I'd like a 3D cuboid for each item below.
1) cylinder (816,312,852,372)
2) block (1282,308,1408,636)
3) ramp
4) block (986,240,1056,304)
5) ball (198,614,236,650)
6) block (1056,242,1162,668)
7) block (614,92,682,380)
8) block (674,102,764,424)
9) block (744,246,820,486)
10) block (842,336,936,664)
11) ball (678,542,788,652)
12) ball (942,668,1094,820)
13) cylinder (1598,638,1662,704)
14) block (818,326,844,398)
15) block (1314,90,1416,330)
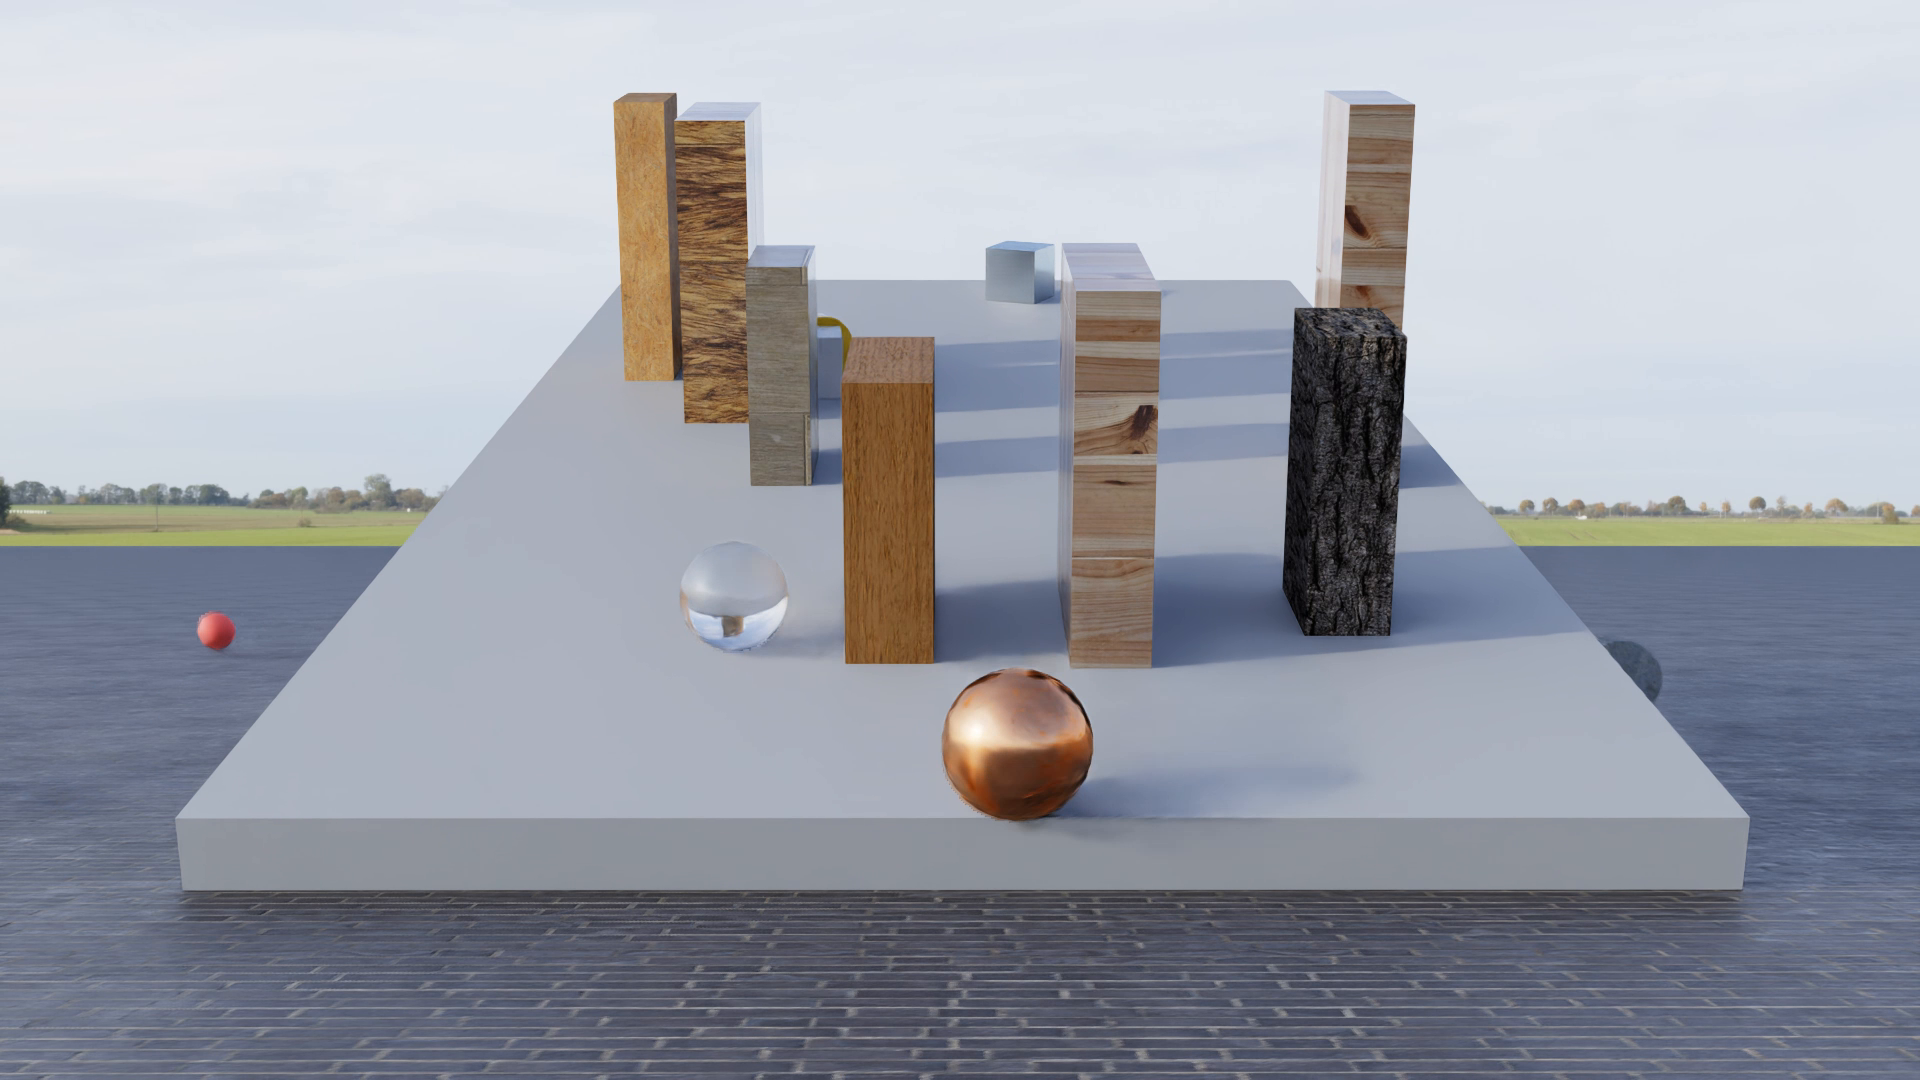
[{"bbox_3d":[-0.364,-0.471,5.318,0.158,0.158,0.158,0,14,-32],"label":"cylinder"},{"bbox_3d":[0.611,-0.113,3.545,0.135,0.479,0.245,0,16,0],"label":"block"},{"bbox_3d":[-0.002,-0.166,4.743,2.000,0.100,4.000,0,16,0],"label":"ramp"},{"bbox_3d":[0.172,-0.765,6.328,0.151,0.151,0.151,7,18,24],"label":"block"},{"bbox_3d":[-3.046,0.374,9.073,0.147,0.147,0.147,0,0,0],"label":"ball"},{"bbox_3d":[0.227,-0.145,3.481,0.123,0.576,0.448,0,16,0],"label":"block"},{"bbox_3d":[-0.742,-0.730,5.314,0.117,0.656,0.249,0,16,0],"label":"block"},{"bbox_3d":[-0.531,-0.631,4.979,0.150,0.658,0.417,0,16,0],"label":"block"},{"bbox_3d":[-0.353,-0.353,4.431,0.120,0.434,0.266,0,16,0],"label":"block"},{"bbox_3d":[-0.108,-0.070,3.471,0.134,0.436,0.346,0,16,0],"label":"block"},{"bbox_3d":[-0.349,0.087,3.413,0.169,0.169,0.169,0,0,0],"label":"ball"},{"bbox_3d":[0.072,0.258,2.794,0.192,0.192,0.192,0,0,0],"label":"ball"},{"bbox_3d":[1.684,0.352,5.705,0.192,0.192,0.192,0,0,2],"label":"cylinder"},{"bbox_3d":[-0.347,-0.414,5.152,0.142,0.142,0.142,-2,17,-5],"label":"block"},{"bbox_3d":[0.788,-0.498,4.380,0.123,0.744,0.296,0,16,0],"label":"block"}]
